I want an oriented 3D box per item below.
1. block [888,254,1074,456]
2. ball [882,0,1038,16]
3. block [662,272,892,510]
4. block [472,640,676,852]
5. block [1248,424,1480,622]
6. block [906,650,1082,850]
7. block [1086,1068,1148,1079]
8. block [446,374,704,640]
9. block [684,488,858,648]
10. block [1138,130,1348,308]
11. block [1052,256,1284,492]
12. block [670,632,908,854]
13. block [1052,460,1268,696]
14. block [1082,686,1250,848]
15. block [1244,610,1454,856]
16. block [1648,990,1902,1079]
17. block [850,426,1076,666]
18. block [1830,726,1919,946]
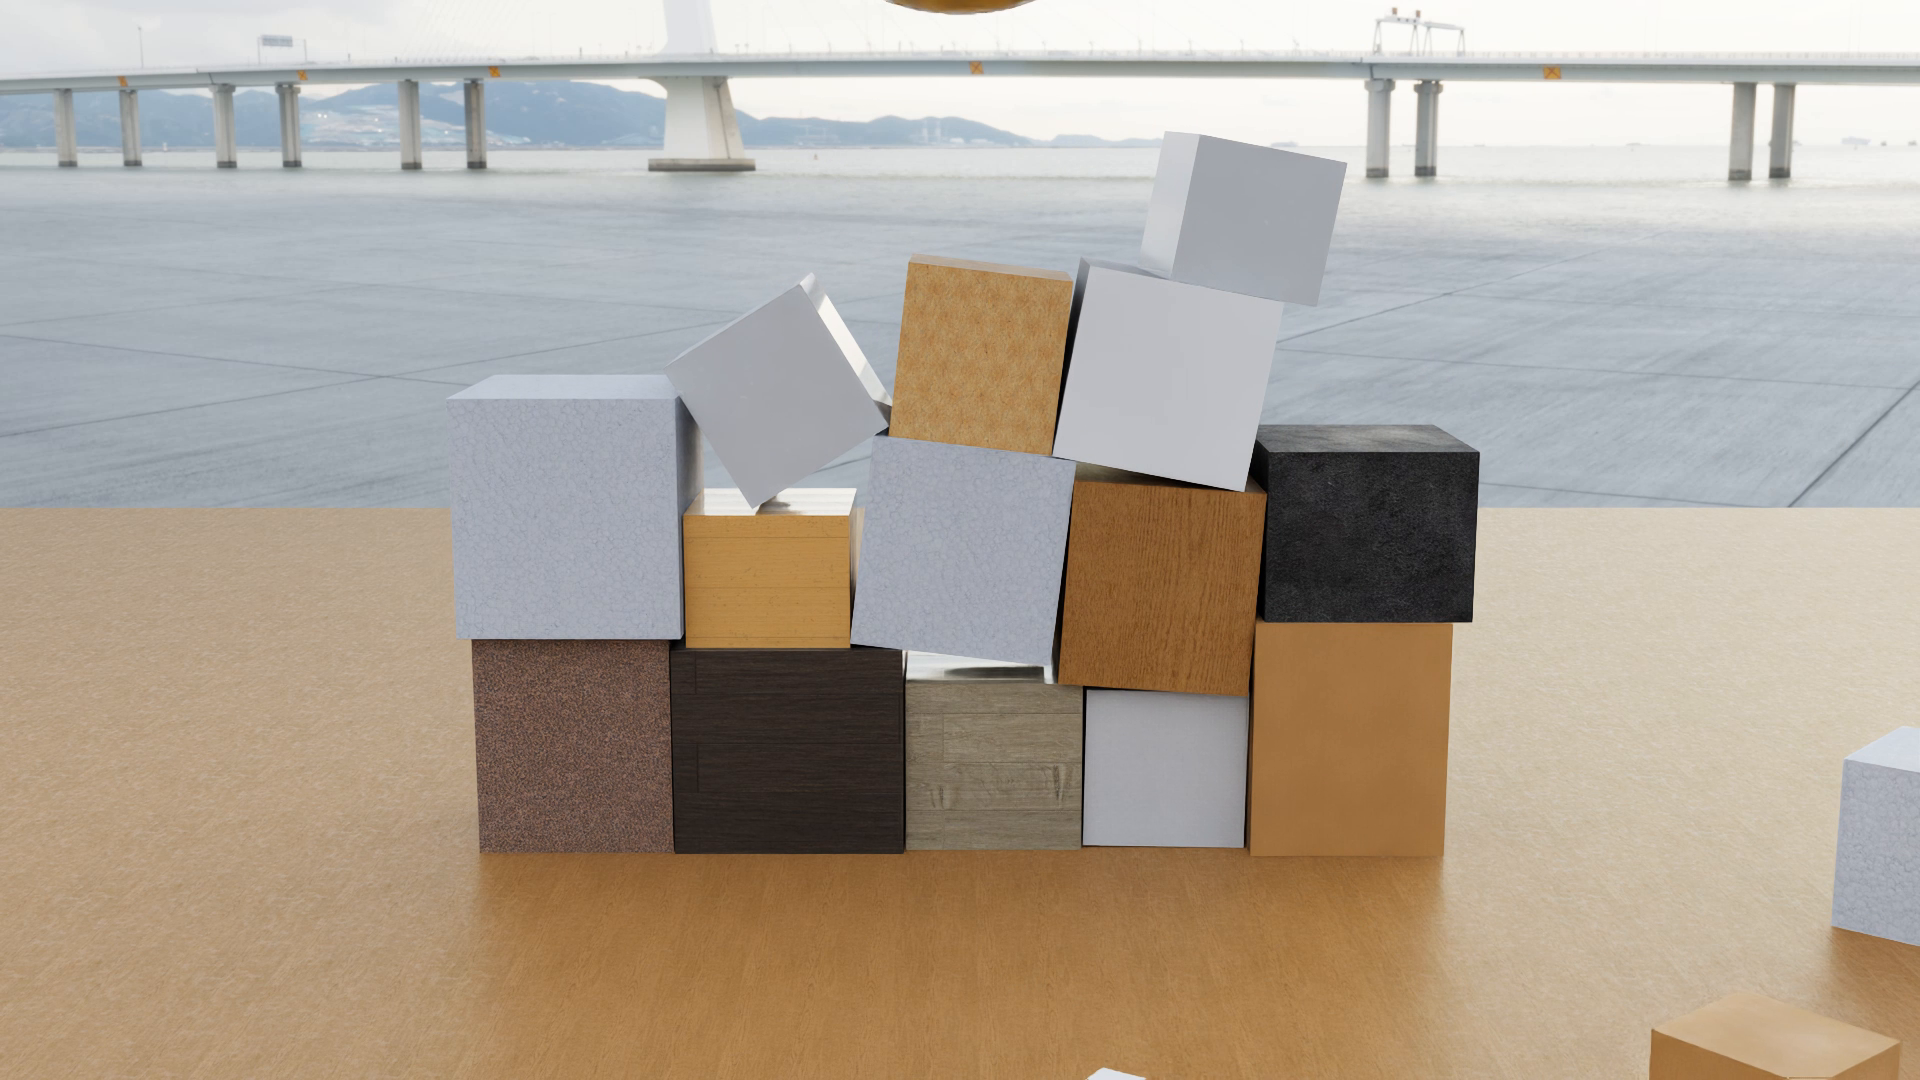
[{"bbox_3d":[0.102,-0.944,11.030,0.798,0.851,0.785,7,10,-1],"label":"block"},{"bbox_3d":[0.000,-2.618,7.522,1.600,1.600,1.600,0,10,0],"label":"ball"},{"bbox_3d":[-0.891,-0.768,11.067,0.788,0.810,0.848,-31,9,6],"label":"block"},{"bbox_3d":[-1.912,0.929,11.353,0.968,1.111,0.966,0,10,0],"label":"block"},{"bbox_3d":[1.995,-0.103,11.174,1.014,0.841,1.041,0,10,0],"label":"block"},{"bbox_3d":[0.169,1.056,11.363,0.877,0.857,0.848,0,10,0],"label":"block"},{"bbox_3d":[0.575,2.061,6.576,0.734,0.591,0.710,6,12,32],"label":"block"},{"bbox_3d":[-1.904,-0.193,11.132,1.091,1.176,1.089,0,10,0],"label":"block"},{"bbox_3d":[-0.947,0.130,11.196,0.810,0.663,0.836,0,10,0],"label":"block"},{"bbox_3d":[1.383,-1.603,10.907,0.737,0.702,0.787,9,10,-9],"label":"block"},{"bbox_3d":[1.001,-0.851,11.019,0.947,0.933,0.909,11,10,-2],"label":"block"},{"bbox_3d":[-0.850,0.962,11.373,1.138,1.038,1.033,0,10,0],"label":"block"},{"bbox_3d":[0.984,0.154,11.225,0.937,1.013,0.991,4,10,-1],"label":"block"},{"bbox_3d":[1.028,1.072,11.394,0.808,0.802,0.831,1,10,0],"label":"block"},{"bbox_3d":[1.922,0.893,11.351,0.961,1.182,1.084,0,10,0],"label":"block"},{"bbox_3d":[2.709,1.927,7.356,0.559,0.572,0.574,-8,14,-39],"label":"block"},{"bbox_3d":[0.011,-0.024,11.199,0.990,1.029,0.964,7,10,-1],"label":"block"},{"bbox_3d":[4.520,1.364,9.875,0.876,0.784,0.751,9,14,41],"label":"block"}]
